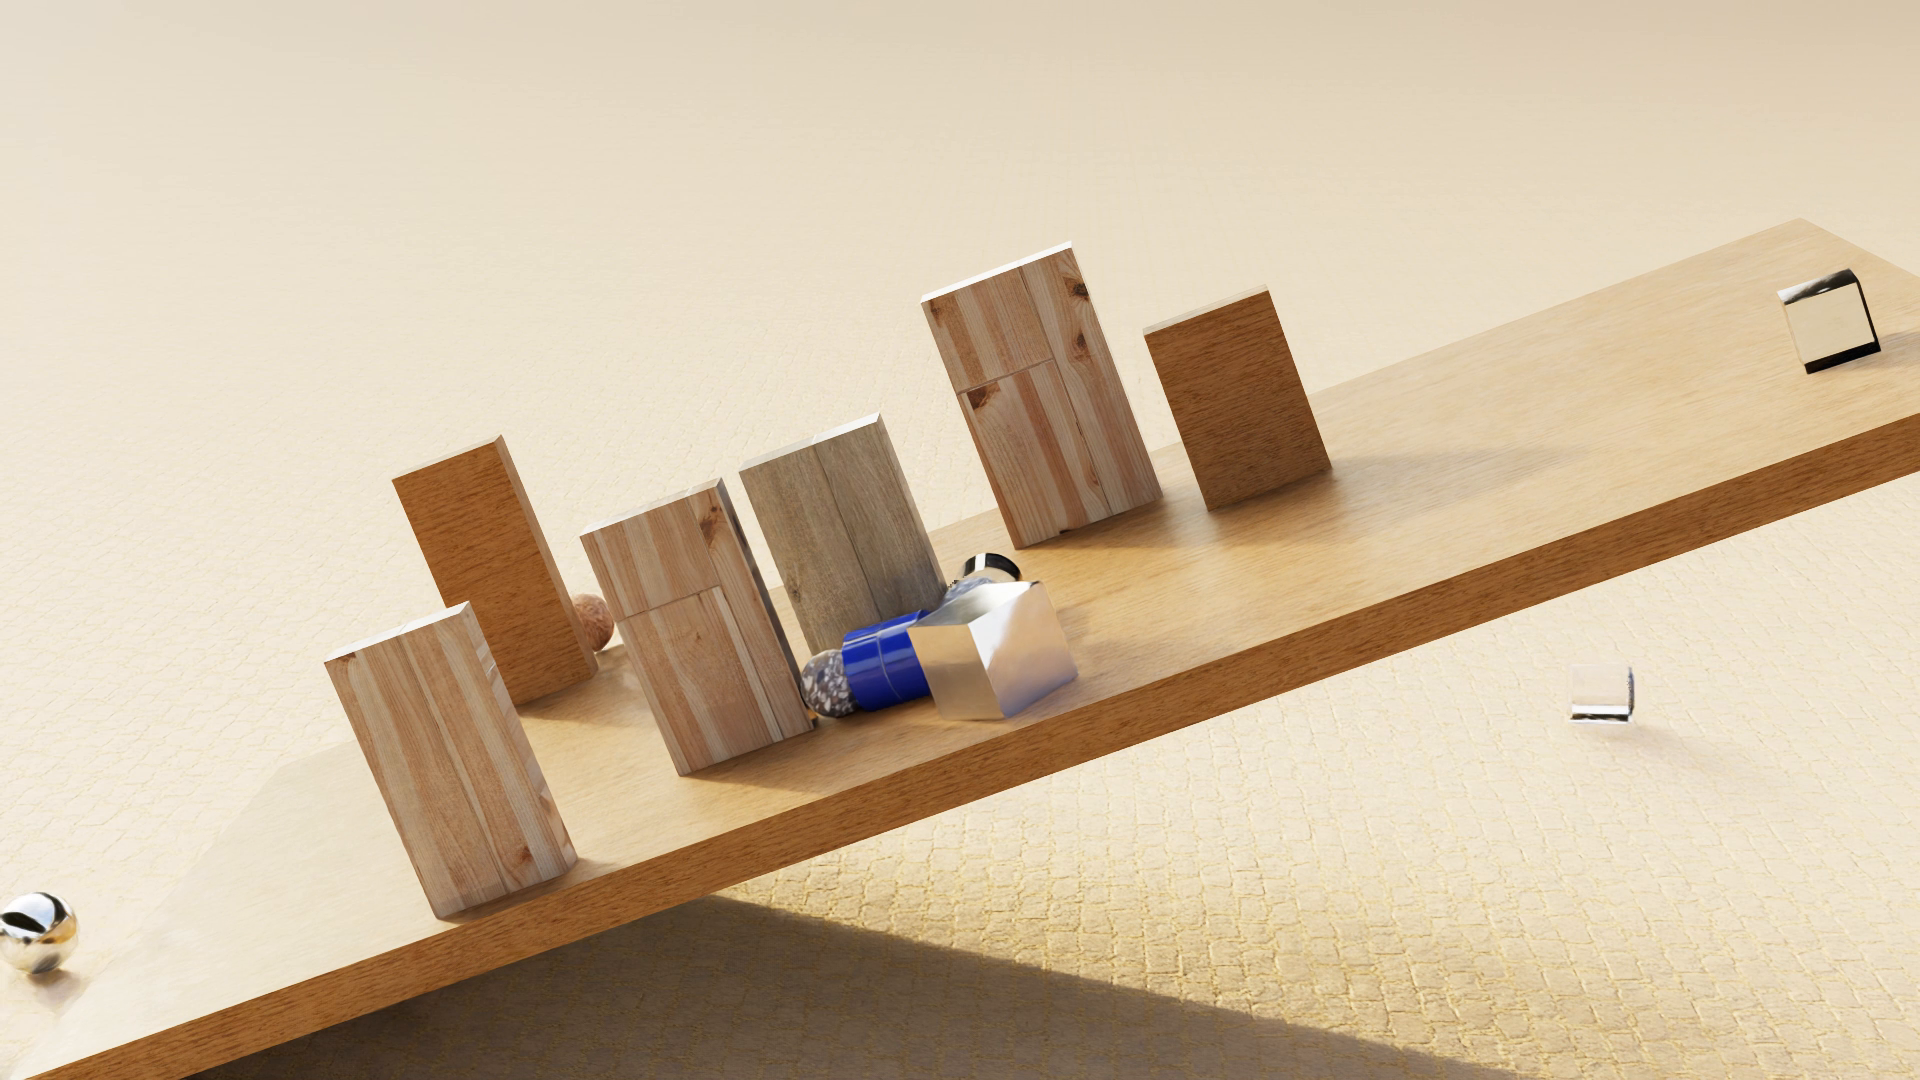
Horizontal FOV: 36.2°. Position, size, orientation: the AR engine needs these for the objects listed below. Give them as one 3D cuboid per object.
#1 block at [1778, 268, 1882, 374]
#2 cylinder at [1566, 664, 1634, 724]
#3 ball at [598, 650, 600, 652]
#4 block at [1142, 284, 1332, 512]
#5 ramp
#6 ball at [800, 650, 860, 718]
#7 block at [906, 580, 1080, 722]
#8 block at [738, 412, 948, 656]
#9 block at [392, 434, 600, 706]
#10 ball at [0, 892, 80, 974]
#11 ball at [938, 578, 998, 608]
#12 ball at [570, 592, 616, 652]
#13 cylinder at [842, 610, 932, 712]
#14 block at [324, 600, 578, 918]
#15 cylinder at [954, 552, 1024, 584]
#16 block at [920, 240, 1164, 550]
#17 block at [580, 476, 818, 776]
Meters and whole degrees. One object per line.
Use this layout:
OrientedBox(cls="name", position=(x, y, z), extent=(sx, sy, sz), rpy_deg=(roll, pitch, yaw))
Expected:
OrientedBox(cls="block", position=(1.673, -0.422, 5.664), extent=(0.143, 0.143, 0.143), rpy_deg=(-18, 12, 14))
OrientedBox(cls="cylinder", position=(1.778, 0.429, 8.171), extent=(0.165, 0.165, 0.165), rpy_deg=(1, 13, 6))
OrientedBox(cls="ball", position=(-1.024, 0.393, 8.314), extent=(0.169, 0.169, 0.169), rpy_deg=(0, 13, 0))
OrientedBox(cls="block", position=(0.600, -0.308, 6.370), extent=(0.283, 0.412, 0.095), rpy_deg=(-20, 12, 7))
OrientedBox(cls="ramp", position=(0.118, 0.176, 6.295), extent=(4.000, 0.100, 2.000), rpy_deg=(-20, 12, 7))
OrientedBox(cls="ball", position=(-0.250, 0.286, 5.854), extent=(0.136, 0.136, 0.136), rpy_deg=(0, 13, 0))
OrientedBox(cls="block", position=(0.061, 0.209, 5.509), extent=(0.194, 0.194, 0.194), rpy_deg=(-29, 14, -35))
OrientedBox(cls="block", position=(-0.215, 0.033, 6.010), extent=(0.299, 0.510, 0.107), rpy_deg=(-20, 12, 7))
OrientedBox(cls="block", position=(-1.119, 0.084, 7.104), extent=(0.267, 0.621, 0.098), rpy_deg=(-20, 12, 7))
OrientedBox(cls="ball", position=(-1.992, 0.847, 6.350), extent=(0.176, 0.176, 0.176), rpy_deg=(0, 13, 0))
OrientedBox(cls="ball", position=(0.035, 0.153, 5.784), extent=(0.160, 0.160, 0.160), rpy_deg=(0, 13, 0))
OrientedBox(cls="ball", position=(-0.938, 0.209, 7.345), extent=(0.154, 0.154, 0.154), rpy_deg=(0, 13, 0))
OrientedBox(cls="cylinder", position=(-0.123, 0.237, 5.783), extent=(0.163, 0.163, 0.163), rpy_deg=(-17, 8, 19))
OrientedBox(cls="block", position=(-0.952, 0.414, 5.514), extent=(0.274, 0.534, 0.090), rpy_deg=(-20, 12, 7))
OrientedBox(cls="cylinder", position=(0.059, 0.114, 6.064), extent=(0.147, 0.147, 0.147), rpy_deg=(0, 13, 2))
OrientedBox(cls="block", position=(0.189, -0.328, 6.697), extent=(0.361, 0.609, 0.110), rpy_deg=(-20, 12, 7))
OrientedBox(cls="block", position=(-0.518, 0.173, 5.863), extent=(0.292, 0.527, 0.093), rpy_deg=(-20, 12, 7))
